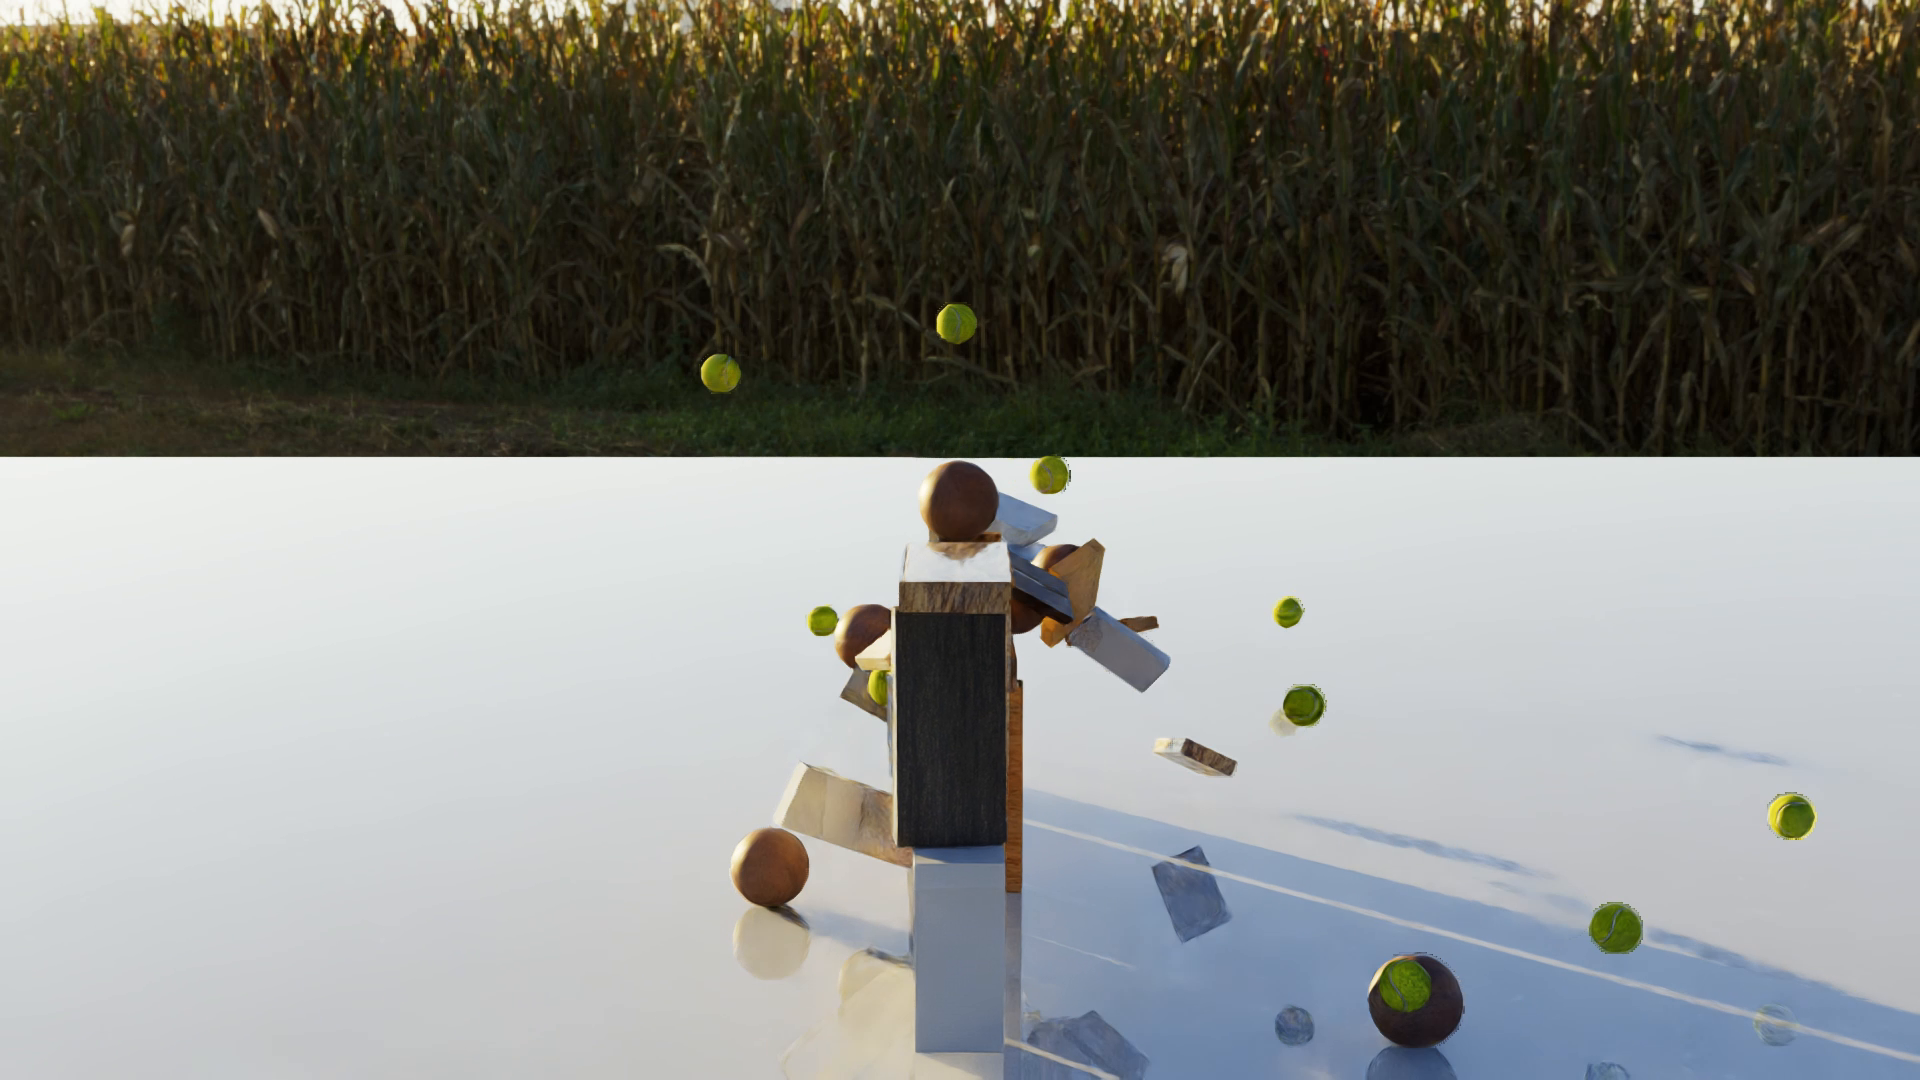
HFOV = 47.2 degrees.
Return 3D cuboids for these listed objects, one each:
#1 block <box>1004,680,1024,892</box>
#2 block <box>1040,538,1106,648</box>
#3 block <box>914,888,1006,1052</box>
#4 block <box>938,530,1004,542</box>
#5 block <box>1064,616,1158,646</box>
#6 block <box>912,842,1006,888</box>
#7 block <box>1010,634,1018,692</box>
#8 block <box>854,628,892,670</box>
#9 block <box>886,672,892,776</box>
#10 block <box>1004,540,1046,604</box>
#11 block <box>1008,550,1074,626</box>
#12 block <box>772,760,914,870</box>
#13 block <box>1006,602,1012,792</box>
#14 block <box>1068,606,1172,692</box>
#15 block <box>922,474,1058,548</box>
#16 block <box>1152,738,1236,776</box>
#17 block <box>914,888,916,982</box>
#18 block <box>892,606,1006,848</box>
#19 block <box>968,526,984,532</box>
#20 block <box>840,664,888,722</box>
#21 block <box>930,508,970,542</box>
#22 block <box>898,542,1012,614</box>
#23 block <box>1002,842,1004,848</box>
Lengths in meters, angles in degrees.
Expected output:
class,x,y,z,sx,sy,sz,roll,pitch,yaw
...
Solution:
class,x,y,z,sx,sy,sz,roll,pitch,yaw
block,0.015,0.410,3.666,0.177,0.355,0.050,0,11,2
block,0.196,0.094,3.843,0.103,0.206,0.029,-33,61,-26
block,0.000,0.583,3.031,0.123,0.246,0.035,0,10,-1
block,0.016,0.089,3.583,0.102,0.203,0.029,2,6,9
block,0.266,0.160,3.861,0.077,0.022,0.154,-3,-10,-42
block,-0.004,0.430,3.086,0.123,0.035,0.246,0,11,-2
block,0.001,0.191,3.735,0.177,0.050,0.355,0,11,-1
block,-0.102,0.163,3.318,0.078,0.022,0.156,-39,9,-17
block,-0.068,0.275,3.257,0.078,0.156,0.022,2,8,25
block,0.084,0.047,4.079,0.103,0.029,0.213,19,26,8
block,0.127,0.080,3.647,0.022,0.077,0.154,-34,-42,27
block,-0.151,0.444,3.499,0.302,0.102,0.029,24,0,-35
block,-0.006,0.213,3.183,0.152,0.303,0.043,5,9,24
block,0.264,0.181,3.627,0.154,0.077,0.022,35,36,-8
block,0.057,-0.057,4.206,0.233,0.033,0.117,23,27,25
block,0.426,0.395,4.006,0.103,0.029,0.206,25,-8,-5
block,-0.002,0.526,3.279,0.134,0.268,0.038,0,10,0
block,-0.015,0.254,3.030,0.152,0.329,0.043,-1,7,-9
block,0.046,0.039,4.147,0.117,0.033,0.233,21,27,10
block,-0.107,0.258,3.467,0.156,0.022,0.078,29,27,-1
block,-0.001,0.001,4.287,0.117,0.033,0.233,1,37,-1
block,-0.007,0.051,3.106,0.152,0.043,0.303,0,10,0
block,0.000,0.553,3.192,0.123,0.246,0.035,0,10,0
